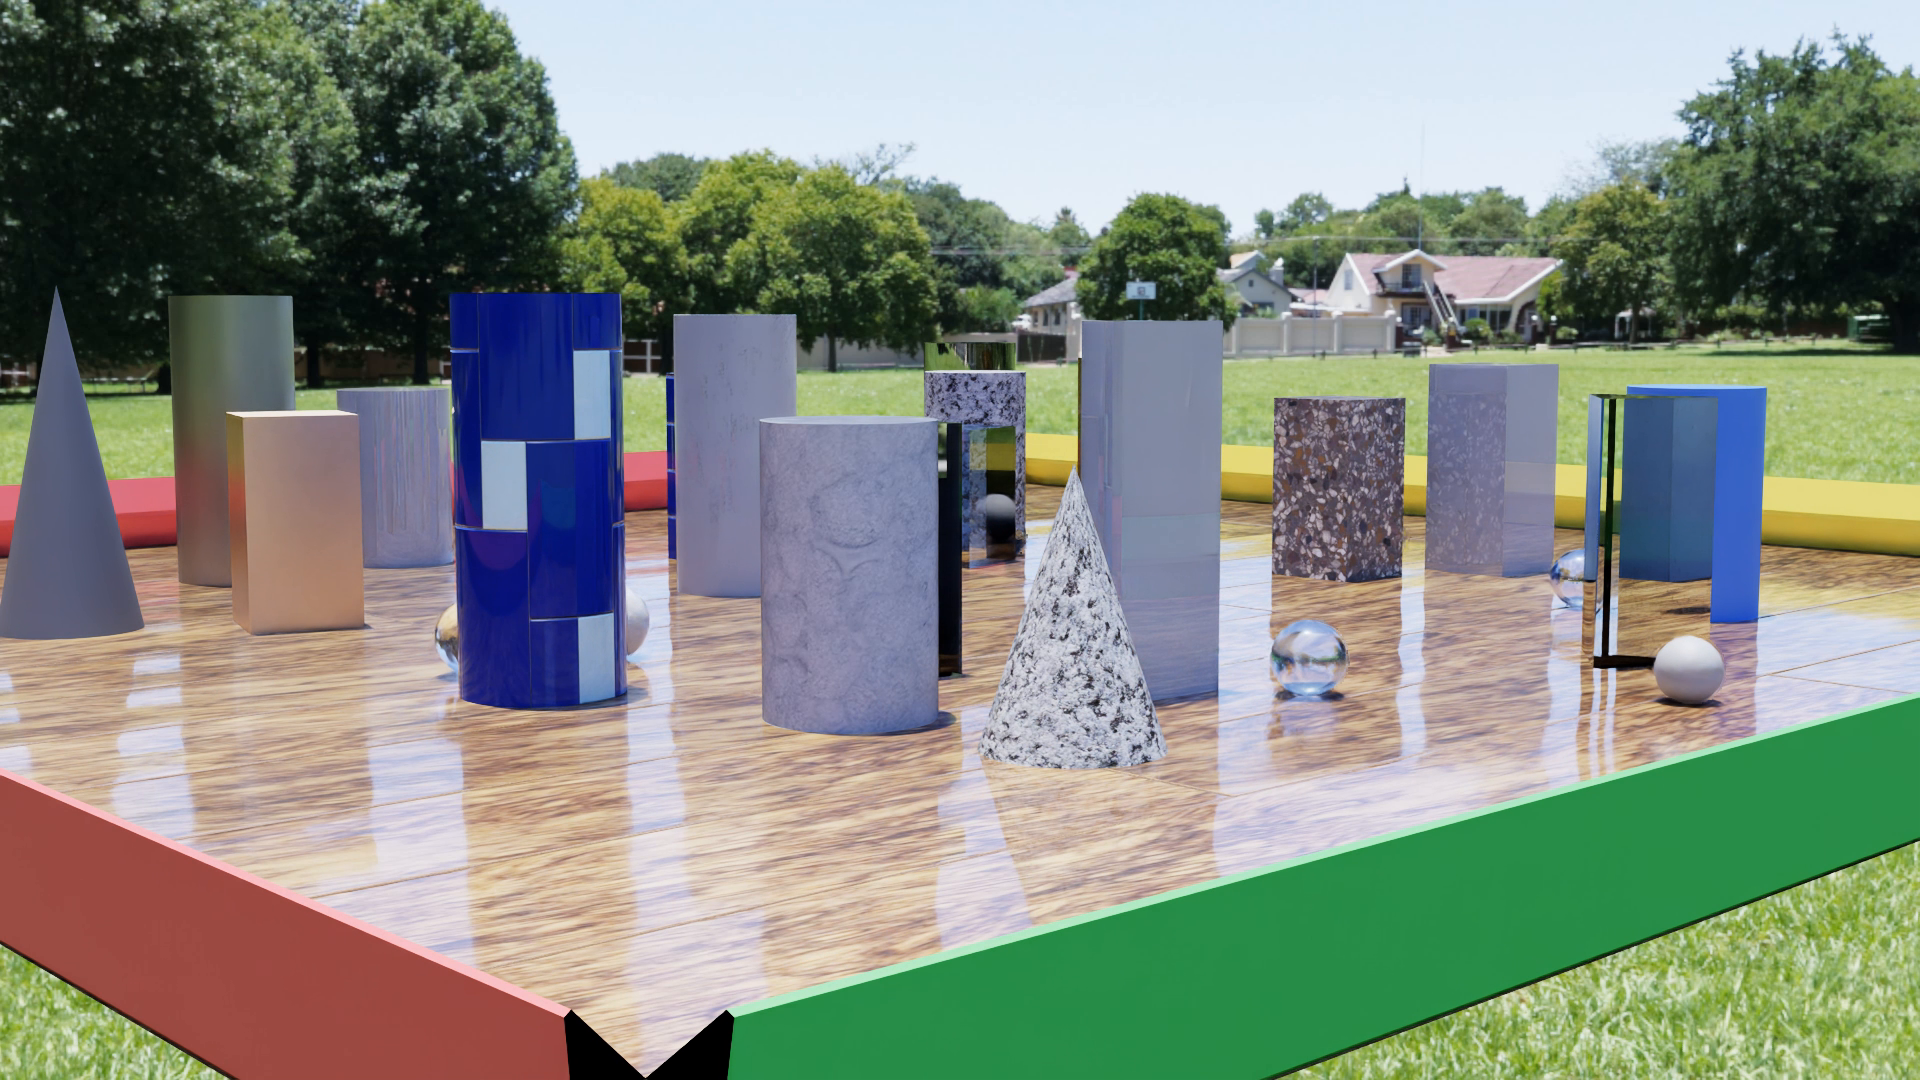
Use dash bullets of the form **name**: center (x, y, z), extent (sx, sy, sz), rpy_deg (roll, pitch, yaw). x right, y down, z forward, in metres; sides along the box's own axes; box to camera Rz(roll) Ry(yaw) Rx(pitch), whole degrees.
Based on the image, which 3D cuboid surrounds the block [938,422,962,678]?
- **block**: center (-0.106, 0.010, 2.689), extent (0.155, 0.308, 0.155), rpy_deg (-4, 7, -37)

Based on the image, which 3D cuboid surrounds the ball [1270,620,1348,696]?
- **ball**: center (0.402, 0.136, 2.537), extent (0.088, 0.088, 0.088), rpy_deg (0, 6, 0)

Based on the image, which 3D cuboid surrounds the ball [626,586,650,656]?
- **ball**: center (-0.444, 0.104, 2.800), extent (0.097, 0.097, 0.097), rpy_deg (0, 6, 0)

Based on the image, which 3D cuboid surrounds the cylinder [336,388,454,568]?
- **cylinder**: center (-0.994, -0.113, 3.874), extent (0.193, 0.304, 0.193), rpy_deg (0, 6, 0)

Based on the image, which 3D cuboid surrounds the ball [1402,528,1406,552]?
- **ball**: center (0.738, -0.003, 3.857), extent (0.089, 0.089, 0.089), rpy_deg (0, 6, 0)

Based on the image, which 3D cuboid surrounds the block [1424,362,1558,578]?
- **block**: center (0.907, -0.124, 3.754), extent (0.155, 0.352, 0.155), rpy_deg (-6, 8, -43)

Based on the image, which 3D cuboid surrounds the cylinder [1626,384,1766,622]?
- **cylinder**: center (1.071, -0.058, 3.214), extent (0.193, 0.332, 0.193), rpy_deg (0, 6, 0)

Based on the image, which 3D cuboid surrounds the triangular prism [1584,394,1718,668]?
- **triangular prism**: center (0.847, -0.017, 2.811), extent (0.167, 0.335, 0.145), rpy_deg (-2, 6, -19)

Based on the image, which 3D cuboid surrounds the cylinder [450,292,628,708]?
- **cylinder**: center (-0.485, -0.052, 2.537), extent (0.193, 0.462, 0.193), rpy_deg (0, 6, 0)

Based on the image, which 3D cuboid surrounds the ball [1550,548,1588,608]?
- **ball**: center (0.927, 0.057, 3.288), extent (0.088, 0.088, 0.088), rpy_deg (0, 6, 0)

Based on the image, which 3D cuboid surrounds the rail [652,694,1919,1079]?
- **rail**: center (1.102, 0.157, 2.144), extent (3.436, 0.126, 0.045), rpy_deg (-6, 8, -42)

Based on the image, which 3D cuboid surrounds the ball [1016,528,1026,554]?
- **ball**: center (0.093, 0.002, 3.985), extent (0.052, 0.052, 0.052), rpy_deg (0, 6, 0)

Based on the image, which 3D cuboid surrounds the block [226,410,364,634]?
- **block**: center (-0.940, -0.029, 3.106), extent (0.155, 0.298, 0.155), rpy_deg (-3, 7, -26)

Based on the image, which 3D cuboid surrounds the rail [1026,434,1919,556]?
- **rail**: center (1.245, -0.087, 4.475), extent (0.045, 0.126, 3.298), rpy_deg (-6, 8, -42)

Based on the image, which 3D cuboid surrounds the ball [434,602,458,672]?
- **ball**: center (-0.591, 0.118, 2.679), extent (0.095, 0.095, 0.095), rpy_deg (0, 6, 0)

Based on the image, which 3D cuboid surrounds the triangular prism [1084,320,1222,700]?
- **triangular prism**: center (0.193, -0.039, 2.563), extent (0.167, 0.431, 0.145), rpy_deg (-5, 8, -40)

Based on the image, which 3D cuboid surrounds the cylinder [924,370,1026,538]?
- **cylinder**: center (0.029, -0.158, 4.201), extent (0.193, 0.326, 0.193), rpy_deg (0, 6, 0)

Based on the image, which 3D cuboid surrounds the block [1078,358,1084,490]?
- **block**: center (0.329, -0.169, 4.179), extent (0.155, 0.352, 0.155), rpy_deg (-3, 7, -26)

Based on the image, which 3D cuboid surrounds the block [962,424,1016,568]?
- **block**: center (-0.008, -0.080, 3.876), extent (0.155, 0.239, 0.155), rpy_deg (4, 7, 32)

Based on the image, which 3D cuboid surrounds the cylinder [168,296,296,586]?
- **cylinder**: center (-1.193, -0.167, 3.620), extent (0.193, 0.466, 0.193), rpy_deg (0, 6, 0)

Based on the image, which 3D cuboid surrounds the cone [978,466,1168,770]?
- **cone**: center (0.114, 0.067, 2.217), extent (0.193, 0.292, 0.193), rpy_deg (0, 6, 0)

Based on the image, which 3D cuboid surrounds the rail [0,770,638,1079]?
- **rail**: center (-1.245, 0.153, 2.189), extent (0.045, 0.126, 3.298), rpy_deg (-6, 8, -42)

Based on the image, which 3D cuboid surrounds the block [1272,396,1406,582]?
- **block**: center (0.635, -0.090, 3.691), extent (0.155, 0.297, 0.155), rpy_deg (-6, 8, -43)

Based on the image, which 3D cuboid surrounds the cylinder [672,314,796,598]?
- **cylinder**: center (-0.354, -0.138, 3.484), extent (0.193, 0.436, 0.193), rpy_deg (0, 6, 0)

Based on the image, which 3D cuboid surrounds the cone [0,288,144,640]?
- **cone**: center (-1.240, -0.113, 3.042), extent (0.193, 0.478, 0.193), rpy_deg (0, 6, 0)

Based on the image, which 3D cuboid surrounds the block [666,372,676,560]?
- **block**: center (-0.415, -0.130, 3.909), extent (0.155, 0.331, 0.155), rpy_deg (-4, 7, -36)

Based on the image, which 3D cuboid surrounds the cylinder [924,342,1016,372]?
- **cylinder**: center (0.021, -0.225, 4.600), extent (0.193, 0.375, 0.193), rpy_deg (0, 6, 0)

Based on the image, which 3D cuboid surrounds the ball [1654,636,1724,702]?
- **ball**: center (0.826, 0.147, 2.494), extent (0.076, 0.076, 0.076), rpy_deg (0, 6, 0)

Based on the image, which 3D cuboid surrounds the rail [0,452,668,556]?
- **rail**: center (-1.102, -0.092, 4.520), extent (3.436, 0.126, 0.045), rpy_deg (-6, 8, -42)

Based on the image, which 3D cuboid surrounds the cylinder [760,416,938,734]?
- **cylinder**: center (-0.120, 0.032, 2.393), extent (0.193, 0.326, 0.193), rpy_deg (0, 6, 0)
